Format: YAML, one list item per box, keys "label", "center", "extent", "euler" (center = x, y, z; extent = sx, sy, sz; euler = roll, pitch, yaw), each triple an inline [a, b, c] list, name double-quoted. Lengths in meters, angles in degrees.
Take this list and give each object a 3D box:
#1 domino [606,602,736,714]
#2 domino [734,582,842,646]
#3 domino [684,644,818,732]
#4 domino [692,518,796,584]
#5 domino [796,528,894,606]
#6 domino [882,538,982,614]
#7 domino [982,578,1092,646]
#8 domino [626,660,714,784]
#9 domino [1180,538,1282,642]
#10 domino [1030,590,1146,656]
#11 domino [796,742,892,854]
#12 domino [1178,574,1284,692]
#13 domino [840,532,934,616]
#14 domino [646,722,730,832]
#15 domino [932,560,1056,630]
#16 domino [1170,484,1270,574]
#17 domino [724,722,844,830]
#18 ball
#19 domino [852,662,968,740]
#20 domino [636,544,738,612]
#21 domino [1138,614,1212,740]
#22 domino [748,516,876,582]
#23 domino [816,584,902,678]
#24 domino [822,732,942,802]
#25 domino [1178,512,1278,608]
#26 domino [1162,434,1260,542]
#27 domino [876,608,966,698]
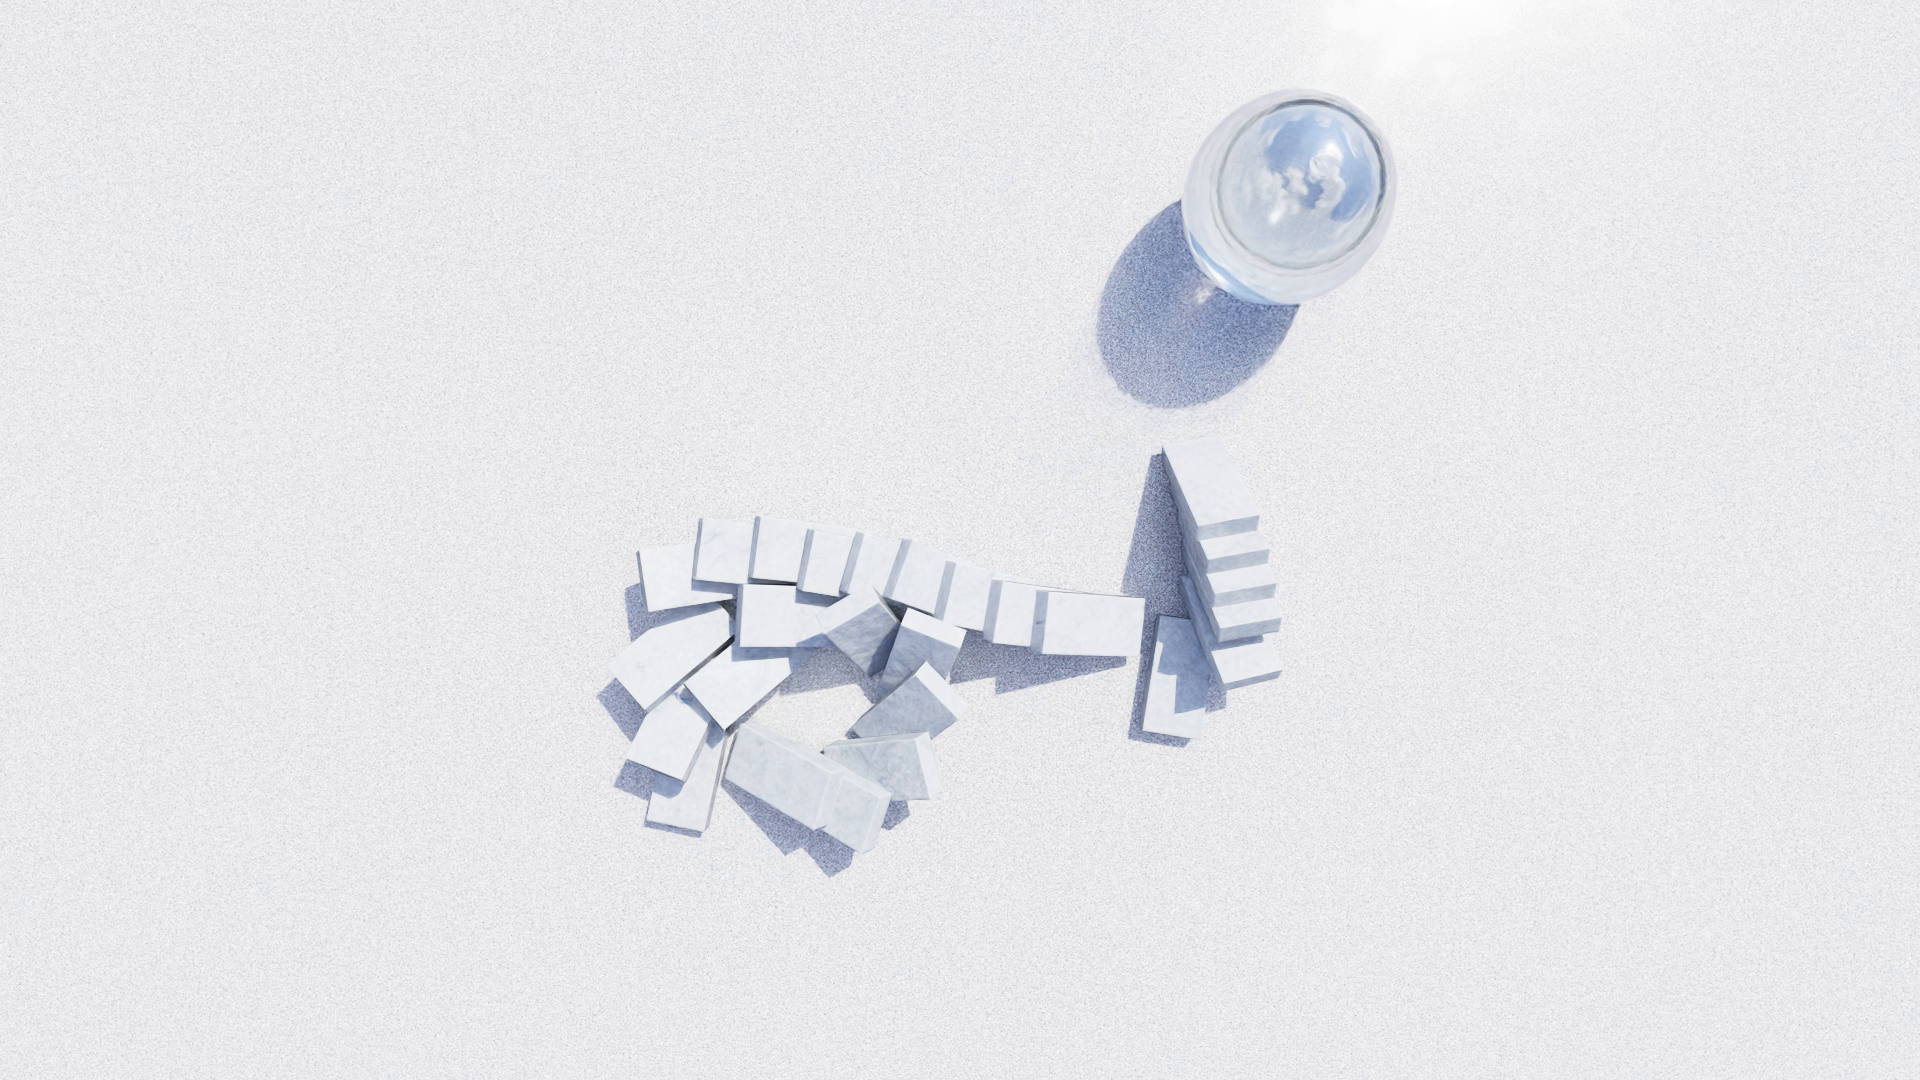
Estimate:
- label: "domino"
  center: [-0.119, 0.046, 0.385]
  extent: [0.050, 0.009, 0.025]
  euler: [-42, 80, -20]
- label: "domino"
  center: [-0.067, 0.032, 0.383]
  extent: [0.050, 0.010, 0.025]
  euler: [3, 91, -27]
- label: "domino"
  center: [-0.088, 0.054, 0.386]
  extent: [0.050, 0.009, 0.025]
  euler: [-40, 90, -23]
- label: "domino"
  center: [-0.085, 0.006, 0.384]
  extent: [0.050, 0.010, 0.025]
  euler: [8, 88, -27]
- label: "domino"
  center: [-0.041, 0.012, 0.384]
  extent: [0.050, 0.009, 0.025]
  euler: [12, 90, -28]
- label: "domino"
  center: [-0.005, 0.020, 0.382]
  extent: [0.050, 0.010, 0.025]
  euler: [22, 84, -29]
- label: "domino"
  center: [0.035, 0.032, 0.384]
  extent: [0.050, 0.009, 0.025]
  euler: [9, 90, -29]
- label: "domino"
  center: [-0.116, 0.073, 0.385]
  extent: [0.025, 0.010, 0.050]
  euler: [20, 66, 4]
- label: "domino"
  center: [0.111, 0.018, 0.379]
  extent: [0.025, 0.009, 0.050]
  euler: [-10, 46, 0]
- label: "domino"
  center: [0.054, 0.035, 0.384]
  extent: [0.050, 0.010, 0.025]
  euler: [6, 91, -29]
- label: "domino"
  center: [-0.054, 0.107, 0.383]
  extent: [0.050, 0.009, 0.025]
  euler: [21, 96, 27]
- label: "domino"
  center: [0.112, 0.036, 0.383]
  extent: [0.025, 0.009, 0.050]
  euler: [-13, 59, -3]
- label: "domino"
  center: [-0.023, 0.015, 0.383]
  extent: [0.050, 0.010, 0.025]
  euler: [17, 87, -29]
- label: "domino"
  center: [-0.116, 0.097, 0.395]
  extent: [0.025, 0.009, 0.050]
  euler: [12, 90, 0]
- label: "domino"
  center: [0.015, 0.026, 0.383]
  extent: [0.050, 0.009, 0.025]
  euler: [14, 88, -30]
- label: "domino"
  center: [0.107, -0.009, 0.379]
  extent: [0.025, 0.009, 0.050]
  euler: [-10, 46, 0]
- label: "domino"
  center: [-0.074, 0.098, 0.383]
  extent: [0.050, 0.010, 0.025]
  euler: [20, 95, 27]
- label: "ball"
  center: [0.128, -0.133, 0.360]
  extent: [0.080, 0.080, 0.080]
  euler: [0, 90, 0]
- label: "domino"
  center: [-0.021, 0.074, 0.381]
  extent: [0.025, 0.010, 0.050]
  euler: [46, 127, -1]
- label: "domino"
  center: [-0.107, 0.014, 0.384]
  extent: [0.050, 0.009, 0.025]
  euler: [-8, 89, -28]
- label: "domino"
  center: [0.094, 0.059, 0.395]
  extent: [0.025, 0.009, 0.050]
  euler: [9, 90, 0]
- label: "domino"
  center: [-0.062, 0.005, 0.385]
  extent: [0.050, 0.009, 0.025]
  euler: [7, 90, -27]
- label: "domino"
  center: [-0.037, 0.038, 0.376]
  extent: [0.025, 0.050, 0.009]
  euler: [-30, 58, 0]
- label: "domino"
  center: [-0.033, 0.095, 0.382]
  extent: [0.050, 0.009, 0.025]
  euler: [-13, 91, 33]
- label: "domino"
  center: [0.109, 0.004, 0.379]
  extent: [0.025, 0.010, 0.050]
  euler: [-10, 46, 0]
- label: "domino"
  center: [0.103, -0.022, 0.379]
  extent: [0.025, 0.009, 0.050]
  euler: [-10, 46, 0]
- label: "domino"
  center: [-0.017, 0.052, 0.379]
  extent: [0.025, 0.010, 0.050]
  euler: [21, 133, 0]
